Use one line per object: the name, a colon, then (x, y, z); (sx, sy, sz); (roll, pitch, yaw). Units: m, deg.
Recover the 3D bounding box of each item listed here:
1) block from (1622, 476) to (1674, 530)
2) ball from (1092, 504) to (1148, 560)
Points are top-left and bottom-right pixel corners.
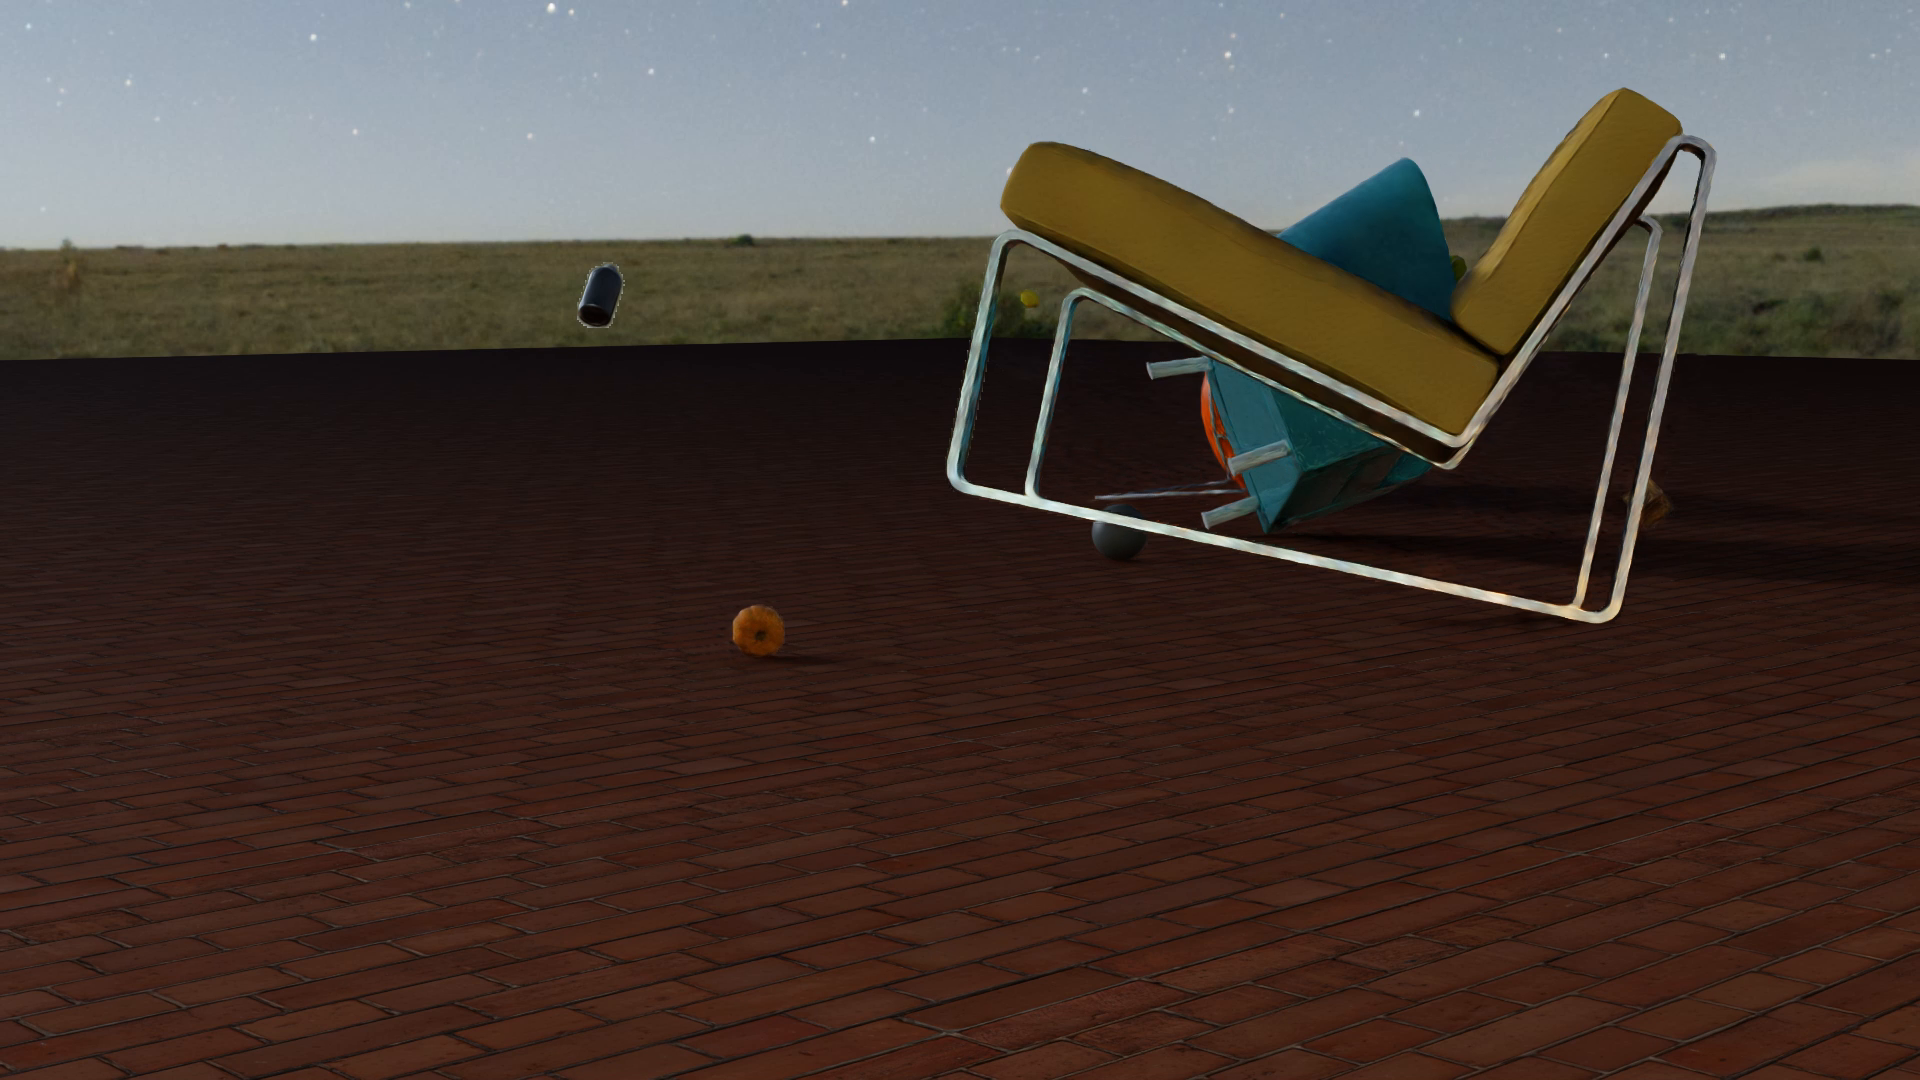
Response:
block: (1.748, -0.095, 6.521); (0.085, 0.073, 0.076); (-37, 39, 6)
ball: (0.371, -0.018, 5.953); (0.131, 0.131, 0.131); (0, 6, 0)
